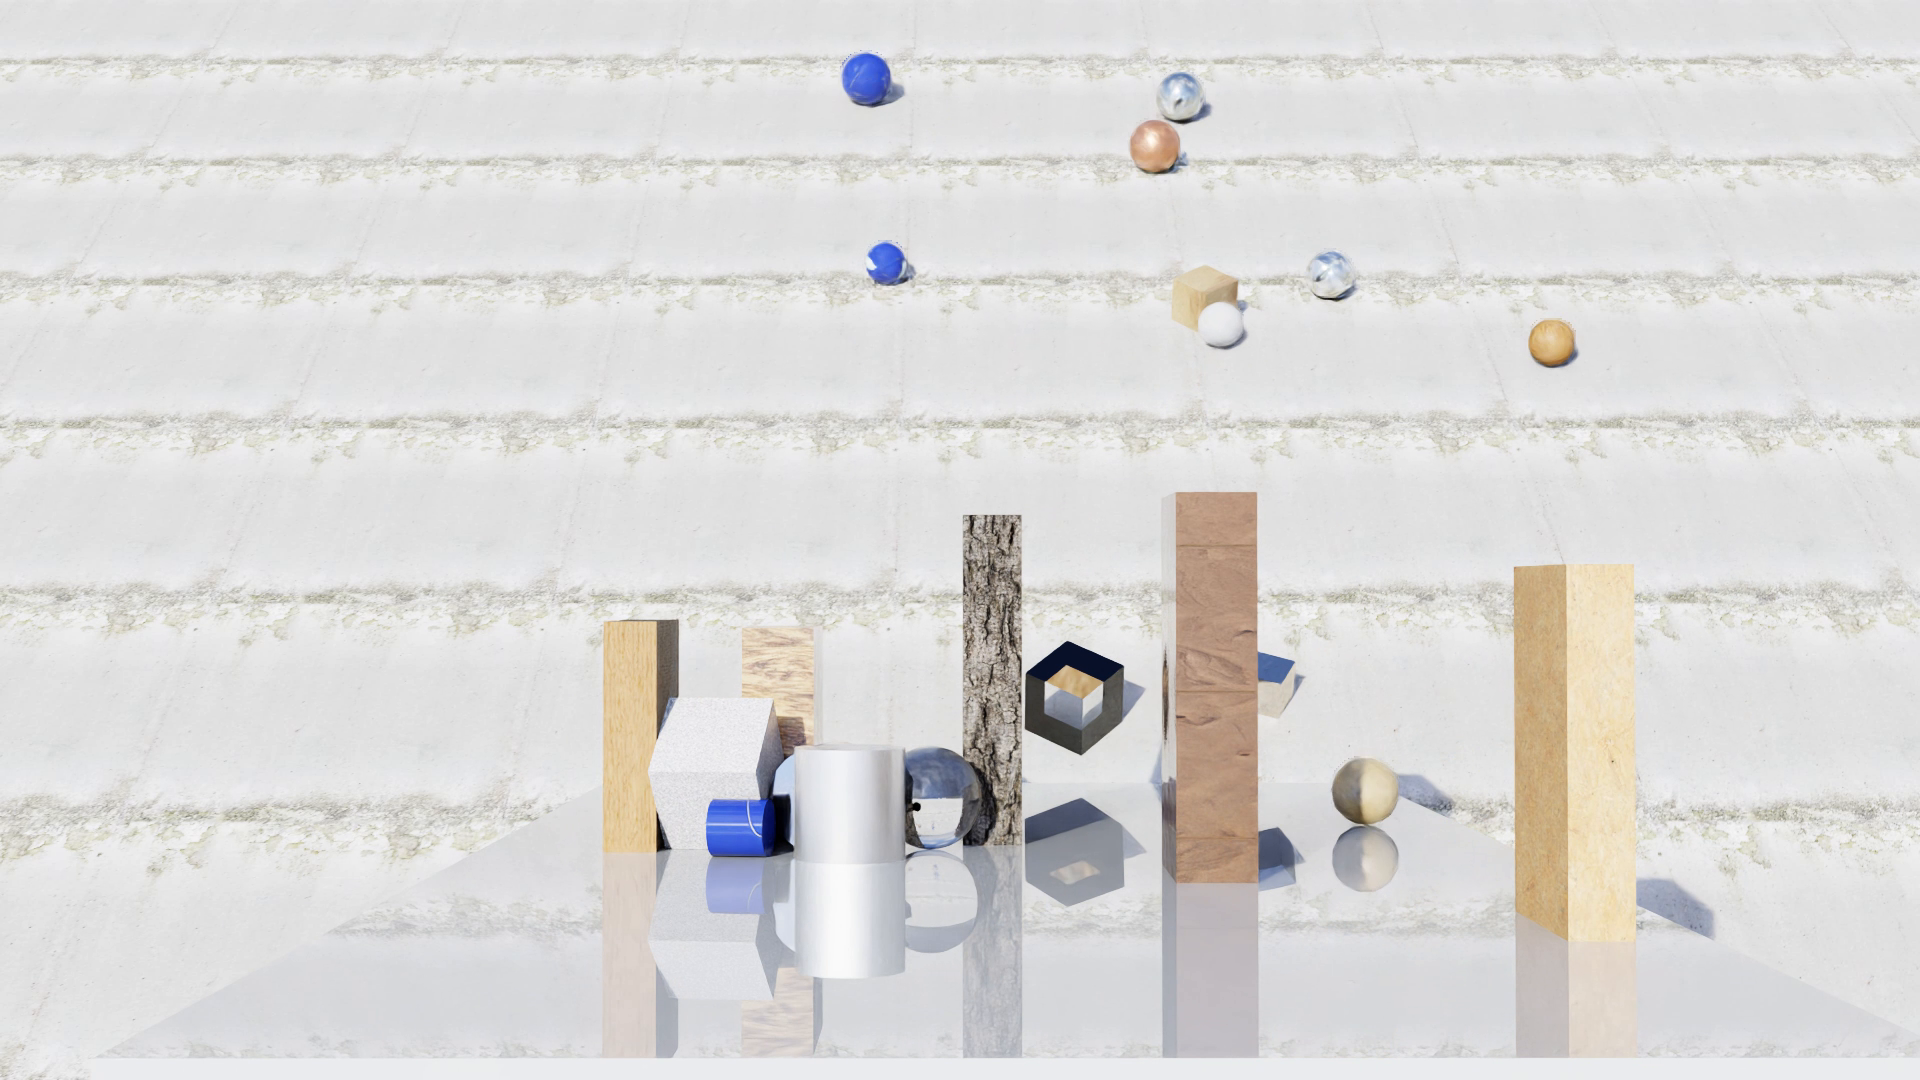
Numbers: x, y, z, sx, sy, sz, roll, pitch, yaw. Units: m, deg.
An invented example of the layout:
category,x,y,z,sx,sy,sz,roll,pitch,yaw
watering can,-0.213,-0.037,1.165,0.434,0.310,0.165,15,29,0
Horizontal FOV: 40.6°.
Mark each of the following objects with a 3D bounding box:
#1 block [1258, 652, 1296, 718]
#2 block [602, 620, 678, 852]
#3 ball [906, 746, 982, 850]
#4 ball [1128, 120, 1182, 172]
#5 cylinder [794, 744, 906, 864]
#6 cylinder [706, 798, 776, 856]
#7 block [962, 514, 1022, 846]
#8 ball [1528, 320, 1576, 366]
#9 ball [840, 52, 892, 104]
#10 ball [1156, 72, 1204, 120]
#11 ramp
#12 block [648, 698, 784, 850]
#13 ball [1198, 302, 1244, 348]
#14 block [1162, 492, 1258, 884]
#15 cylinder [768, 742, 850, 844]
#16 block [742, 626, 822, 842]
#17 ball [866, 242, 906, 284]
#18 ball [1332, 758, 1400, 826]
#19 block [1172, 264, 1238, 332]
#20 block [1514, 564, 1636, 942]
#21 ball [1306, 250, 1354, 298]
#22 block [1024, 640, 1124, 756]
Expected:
category,x,y,z,sx,sy,sz,roll,pitch,yaw
block,0.847,0.400,7.161,0.119,0.119,0.119,14,36,21
block,-0.631,0.380,5.153,0.102,0.441,0.395,0,-1,0
ball,-0.057,0.498,5.016,0.200,0.200,0.200,0,33,0
ball,0.753,-1.523,10.021,0.202,0.202,0.202,0,33,0
cylinder,-0.205,0.491,4.840,0.207,0.207,0.207,0,-1,0
cylinder,-0.412,0.541,4.882,0.108,0.108,0.108,0,33,10
block,0.064,0.278,5.250,0.116,0.649,0.304,0,-1,0
ball,1.997,-0.667,8.756,0.156,0.156,0.156,0,33,0
ball,-0.381,-1.879,10.559,0.208,0.208,0.208,0,33,0
ball,0.884,-1.784,10.426,0.194,0.194,0.194,0,33,0
ramp,0.074,0.643,4.762,2.000,0.100,4.000,0,-1,0
block,-0.466,0.452,5.022,0.207,0.207,0.207,0,39,8
ball,0.890,-0.736,8.863,0.155,0.155,0.155,0,33,0
block,0.439,0.255,4.593,0.140,0.668,0.316,0,-1,0
cylinder,-0.255,0.498,5.052,0.202,0.202,0.202,5,-1,7
block,-0.363,0.392,5.346,0.143,0.426,0.358,0,-1,0
ball,-0.265,-0.988,9.255,0.147,0.147,0.147,0,33,0
ball,0.864,0.536,5.534,0.143,0.143,0.143,0,33,0
block,0.850,-0.835,9.009,0.159,0.159,0.159,-26,41,-34
block,0.913,0.306,3.869,0.096,0.537,0.354,0,-1,0
ball,1.306,-0.937,9.157,0.169,0.169,0.169,0,33,0
block,0.310,0.428,7.052,0.191,0.191,0.191,23,40,31
